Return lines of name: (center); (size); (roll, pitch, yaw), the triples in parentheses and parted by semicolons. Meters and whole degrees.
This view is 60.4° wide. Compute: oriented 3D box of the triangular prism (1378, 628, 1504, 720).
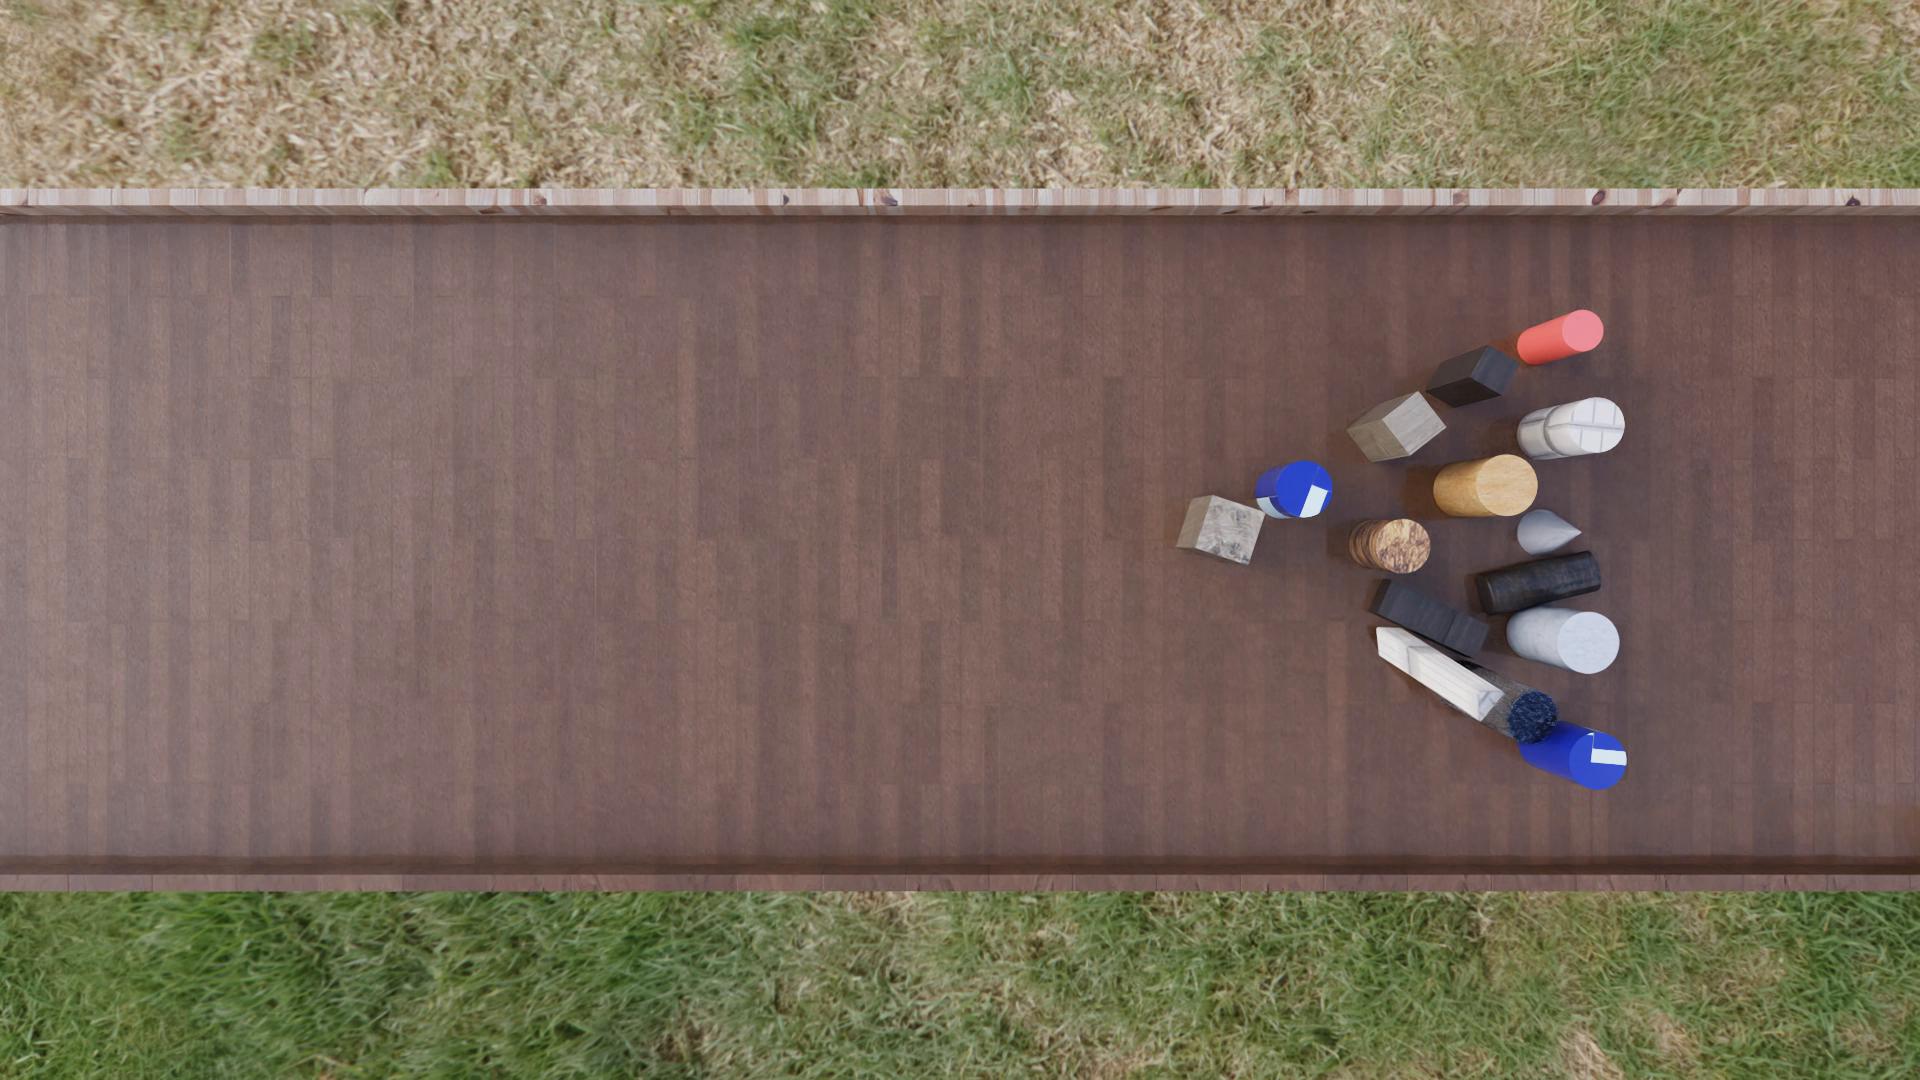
triangular prism: (1.421, 0.375, 4.893); (0.092, 0.427, 0.106); (-26, 124, -18)

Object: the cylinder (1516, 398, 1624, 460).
cylinder: (1.791, -0.324, 4.857); (0.156, 0.440, 0.156); (0, 90, 0)

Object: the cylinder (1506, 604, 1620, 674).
cylinder: (1.766, 0.286, 4.853); (0.174, 0.445, 0.174); (0, 91, 1)

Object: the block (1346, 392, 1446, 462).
block: (1.277, -0.328, 4.857); (0.129, 0.439, 0.129); (-38, 90, 0)

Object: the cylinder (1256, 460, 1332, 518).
cylinder: (0.990, -0.147, 4.909); (0.163, 0.335, 0.163); (0, 90, 0)

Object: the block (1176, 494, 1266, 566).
block: (0.763, -0.028, 4.865); (0.157, 0.422, 0.157); (18, 90, 0)

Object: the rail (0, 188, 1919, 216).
rail: (-2.247, -1.025, 5.002); (12.000, 0.150, 0.050); (0, 90, 0)

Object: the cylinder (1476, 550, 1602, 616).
cylinder: (1.758, 0.131, 5.013); (0.334, 0.127, 0.127); (-13, 90, 0)

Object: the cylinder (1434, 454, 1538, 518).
cylinder: (1.544, -0.155, 4.866); (0.174, 0.420, 0.174); (0, 90, 0)

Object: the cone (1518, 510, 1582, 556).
cone: (1.788, -0.022, 4.908); (0.145, 0.337, 0.145); (0, 90, 0)

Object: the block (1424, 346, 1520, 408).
block: (1.502, -0.477, 4.853); (0.104, 0.446, 0.104); (30, 90, 0)

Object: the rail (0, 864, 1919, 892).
rail: (-2.247, 1.025, 5.001); (12.000, 0.150, 0.050); (0, 90, 0)

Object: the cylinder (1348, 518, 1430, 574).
cylinder: (1.272, 0.015, 4.902); (0.156, 0.347, 0.156); (0, 91, 1)

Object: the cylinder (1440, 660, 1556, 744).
cylinder: (1.583, 0.476, 4.877); (0.158, 0.368, 0.158); (-3, 101, -15)

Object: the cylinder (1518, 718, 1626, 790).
cylinder: (1.799, 0.623, 4.864); (0.162, 0.425, 0.162); (0, 90, 0)

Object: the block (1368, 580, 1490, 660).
block: (1.427, 0.240, 5.022); (0.329, 0.110, 0.110); (25, 90, 0)

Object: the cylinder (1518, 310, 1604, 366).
cylinder: (1.774, -0.597, 4.888); (0.118, 0.377, 0.118); (0, 90, 0)
